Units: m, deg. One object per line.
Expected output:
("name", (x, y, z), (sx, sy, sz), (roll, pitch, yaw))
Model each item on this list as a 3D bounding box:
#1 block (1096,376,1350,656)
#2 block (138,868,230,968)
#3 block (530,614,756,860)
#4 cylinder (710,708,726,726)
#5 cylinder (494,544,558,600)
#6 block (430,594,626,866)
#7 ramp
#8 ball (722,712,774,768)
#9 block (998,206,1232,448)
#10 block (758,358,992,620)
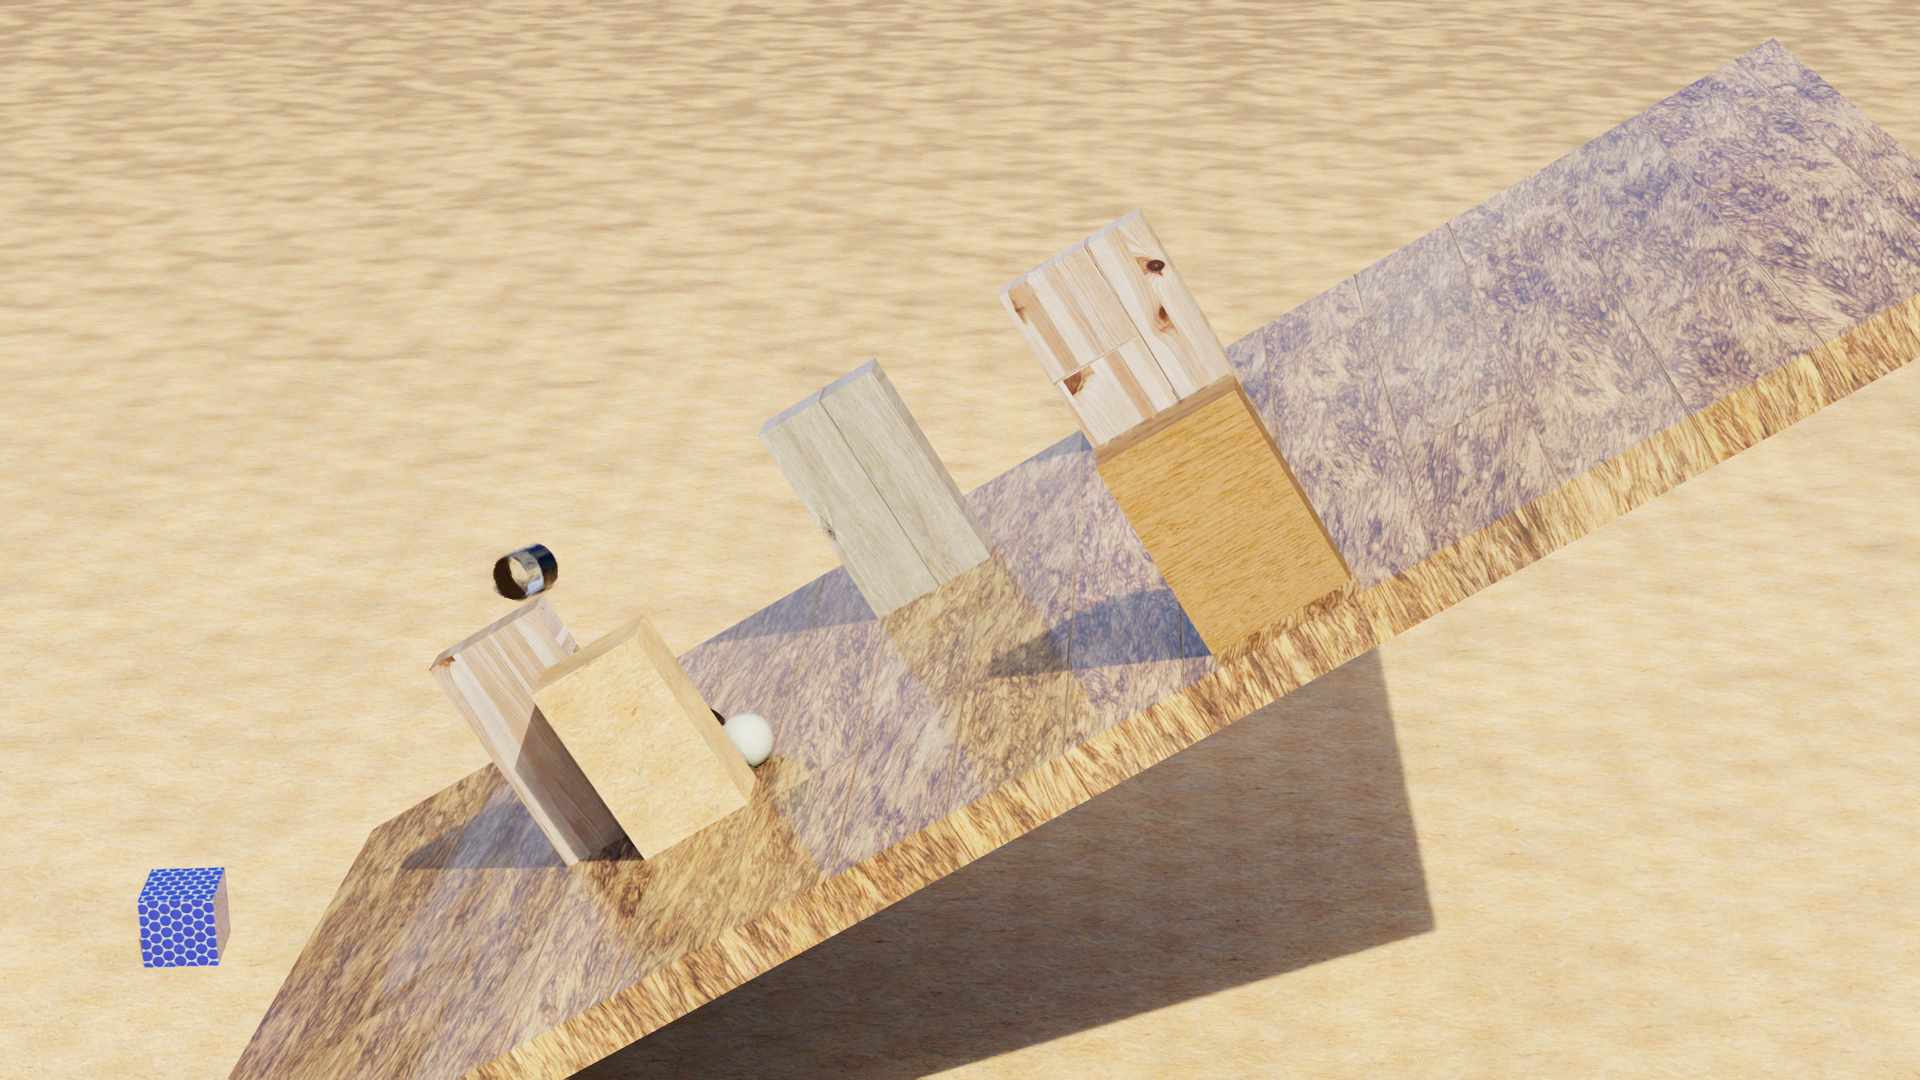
("block", (0.472, -0.043, 5.274), (0.283, 0.412, 0.095), (-29, 15, 13))
("block", (-1.890, 0.920, 7.171), (0.178, 0.178, 0.178), (-1, 19, -4))
("block", (-0.655, 0.409, 6.115), (0.257, 0.428, 0.138), (-29, 15, 13))
("cylinder", (-0.585, 0.466, 6.308), (0.165, 0.165, 0.165), (-26, 9, 24))
("cylinder", (-1.408, 0.104, 9.547), (0.147, 0.147, 0.147), (12, 23, 32))
("block", (-0.871, 0.414, 6.338), (0.274, 0.534, 0.090), (-29, 15, 13))
("ramp", (0.141, 0.169, 6.289), (4.000, 0.100, 2.000), (-29, 15, 13))
("ball", (-0.455, 0.426, 6.263), (0.117, 0.117, 0.117), (0, 19, 0))
("block", (0.367, -0.496, 6.912), (0.380, 0.432, 0.087), (-29, 15, 13))
("block", (-0.188, -0.115, 6.676), (0.299, 0.510, 0.107), (-29, 15, 13))
